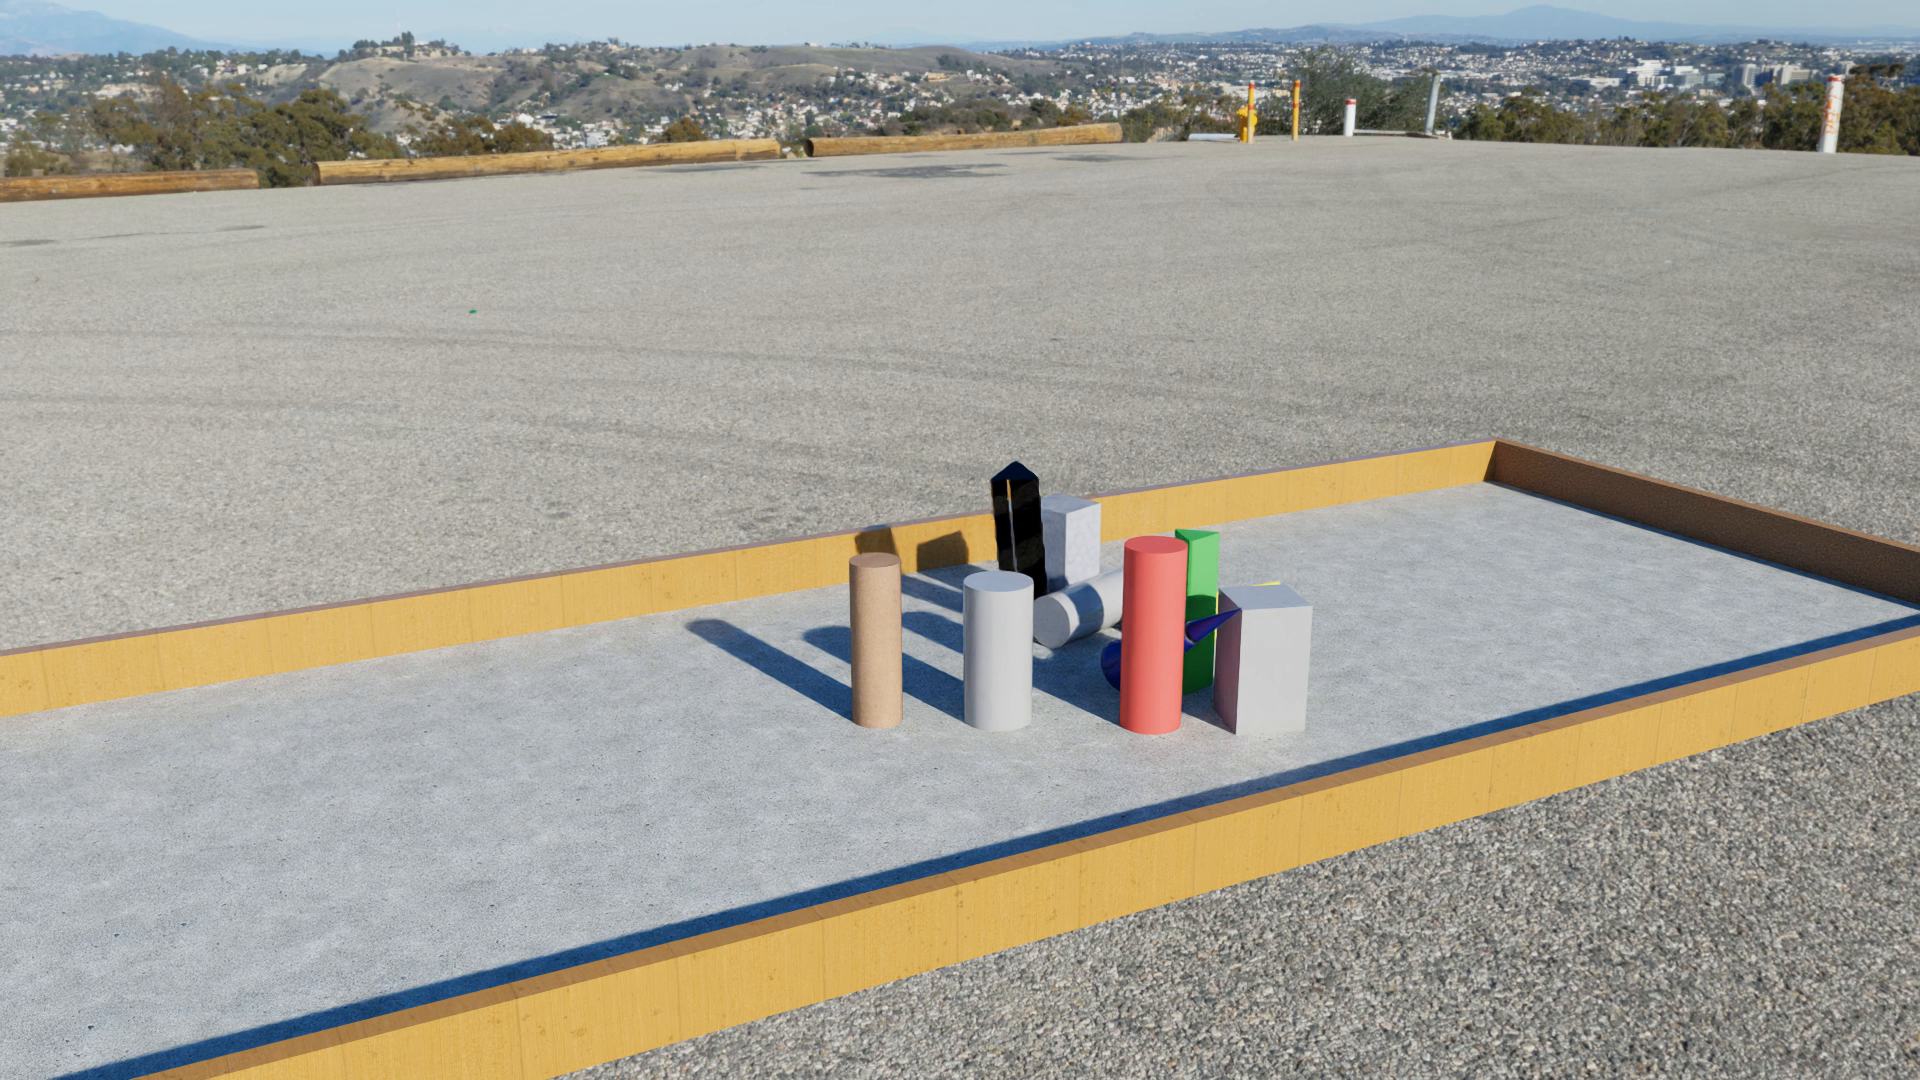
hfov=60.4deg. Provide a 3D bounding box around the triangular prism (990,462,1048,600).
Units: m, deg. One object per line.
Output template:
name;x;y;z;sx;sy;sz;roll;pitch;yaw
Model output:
triangular prism;0.166;0.015;4.452;0.124;0.459;0.107;-3;29;6

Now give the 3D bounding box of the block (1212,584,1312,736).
block;0.707;0.278;3.868;0.168;0.305;0.168;-3;17;-10

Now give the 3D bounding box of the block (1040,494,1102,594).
block;0.281;0.054;4.598;0.153;0.323;0.153;15;22;40

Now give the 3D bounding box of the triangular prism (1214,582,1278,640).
triangular prism;0.698;0.194;4.484;0.409;0.112;0.129;-8;18;-26

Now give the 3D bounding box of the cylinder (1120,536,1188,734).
cylinder;0.447;0.221;3.826;0.144;0.439;0.144;0;16;0

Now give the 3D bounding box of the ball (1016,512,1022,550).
ball;0.271;-0.028;5.093;0.202;0.202;0.202;0;16;0

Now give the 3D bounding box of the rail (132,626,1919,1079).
rail;-2.336;1.006;1.665;12.000;0.150;0.050;-9;18;-27

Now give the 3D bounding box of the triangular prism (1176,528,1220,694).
triangular prism;0.561;0.172;4.069;0.108;0.395;0.094;-15;22;-41

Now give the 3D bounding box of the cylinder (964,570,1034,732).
cylinder;0.089;0.259;3.869;0.164;0.341;0.164;0;16;0

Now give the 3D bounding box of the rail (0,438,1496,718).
rail;-3.305;0.497;3.399;12.000;0.150;0.050;-9;18;-27

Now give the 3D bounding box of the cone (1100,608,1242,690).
cone;0.523;0.233;3.909;0.138;0.138;0.455;-13;-13;-37

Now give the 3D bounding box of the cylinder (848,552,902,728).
cylinder;-0.196;0.235;3.858;0.121;0.393;0.121;0;16;0

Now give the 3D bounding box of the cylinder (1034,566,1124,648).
cylinder;0.378;0.173;4.512;0.143;0.143;0.425;14;22;40

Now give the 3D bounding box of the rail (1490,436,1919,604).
rail;2.466;-0.048;5.253;0.050;0.150;2.100;-9;18;-27
